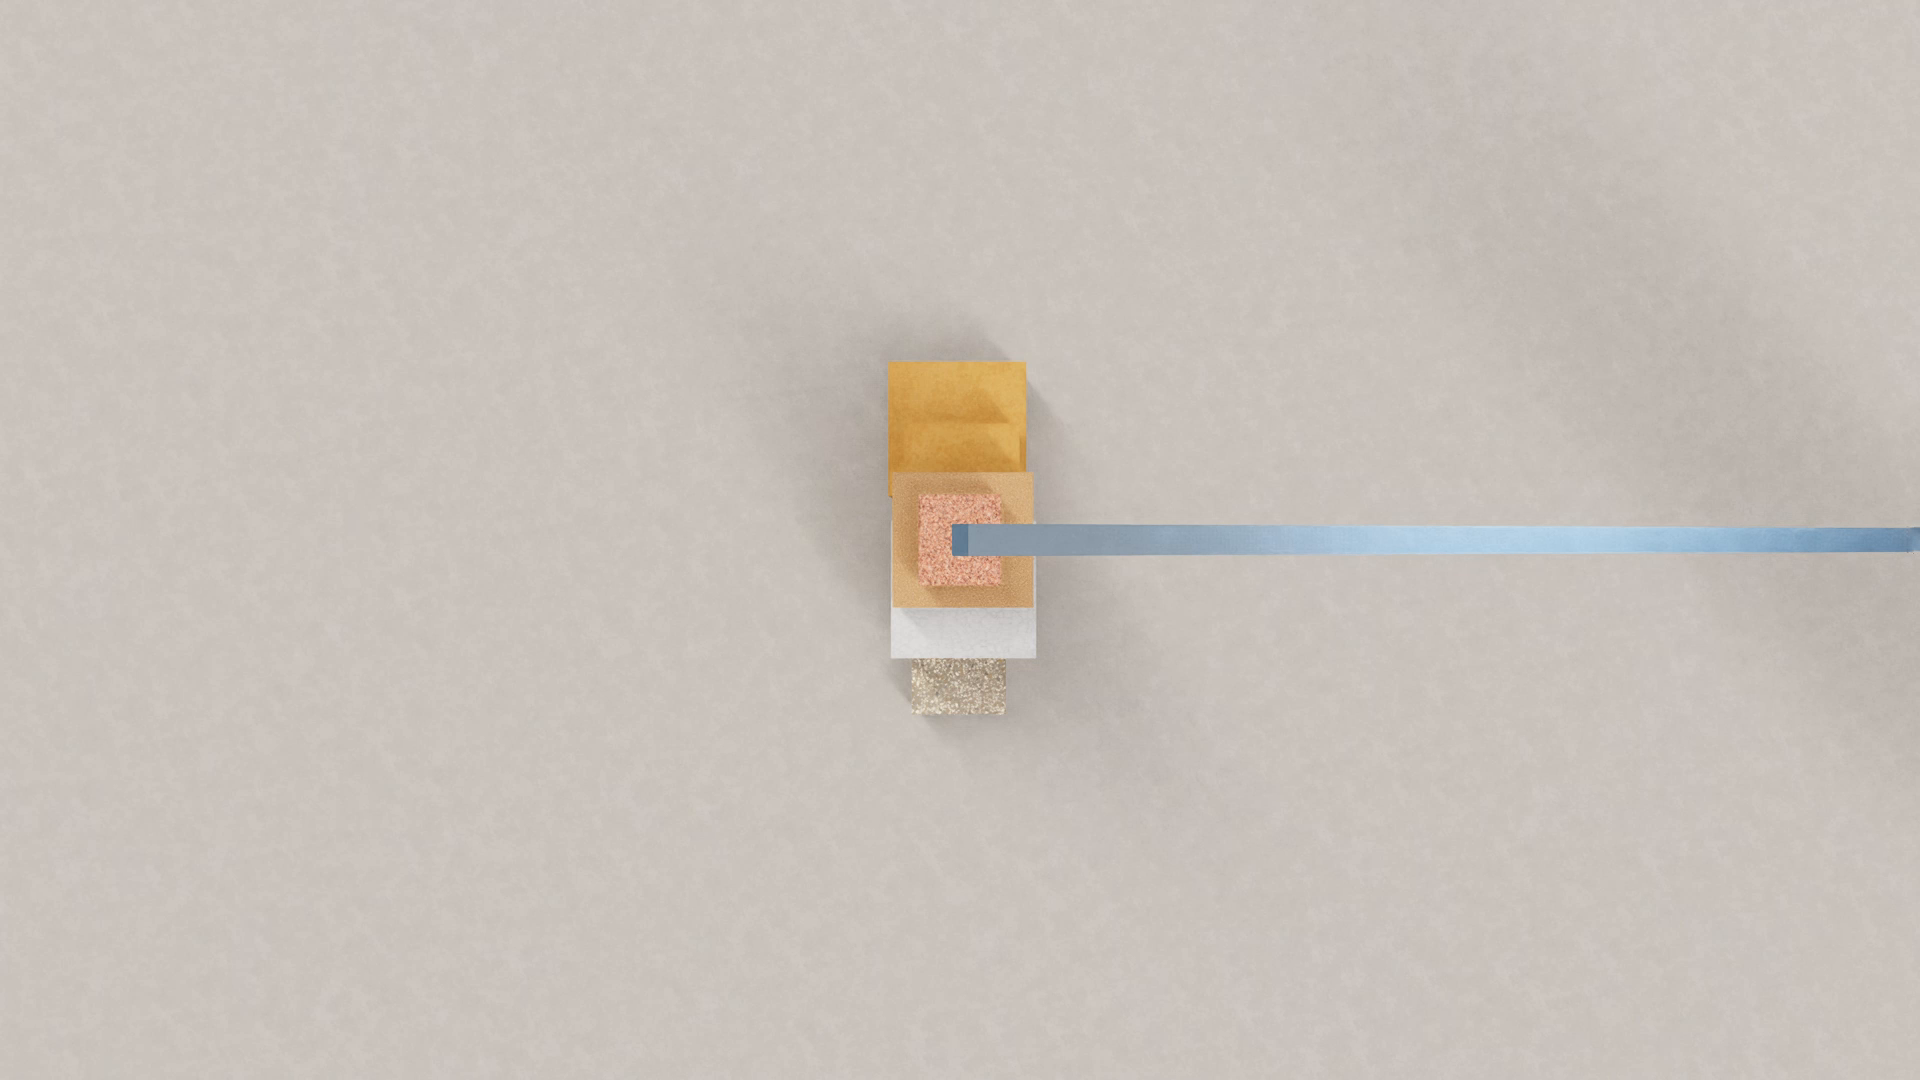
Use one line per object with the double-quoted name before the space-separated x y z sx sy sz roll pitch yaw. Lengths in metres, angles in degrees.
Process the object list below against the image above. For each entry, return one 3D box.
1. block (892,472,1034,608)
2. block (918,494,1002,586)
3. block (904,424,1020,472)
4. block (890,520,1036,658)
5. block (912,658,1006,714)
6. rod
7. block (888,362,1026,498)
"block" 0.014 0.000 11.148 0.695 0.614 0.666 0 90 0
"block" 0.000 0.000 10.626 0.390 0.432 0.431 0 90 0
"block" 0.009 -0.363 11.893 0.608 0.572 0.506 0 90 0
"block" 0.019 0.258 11.854 0.757 0.796 0.716 0 90 0
"block" -0.007 0.705 12.725 0.533 0.550 0.565 0 90 0
"rod" 2.234 0.000 6.776 5.200 0.080 0.080 0 90 -31
"block" -0.014 -0.615 12.589 0.764 0.821 0.744 0 90 0
